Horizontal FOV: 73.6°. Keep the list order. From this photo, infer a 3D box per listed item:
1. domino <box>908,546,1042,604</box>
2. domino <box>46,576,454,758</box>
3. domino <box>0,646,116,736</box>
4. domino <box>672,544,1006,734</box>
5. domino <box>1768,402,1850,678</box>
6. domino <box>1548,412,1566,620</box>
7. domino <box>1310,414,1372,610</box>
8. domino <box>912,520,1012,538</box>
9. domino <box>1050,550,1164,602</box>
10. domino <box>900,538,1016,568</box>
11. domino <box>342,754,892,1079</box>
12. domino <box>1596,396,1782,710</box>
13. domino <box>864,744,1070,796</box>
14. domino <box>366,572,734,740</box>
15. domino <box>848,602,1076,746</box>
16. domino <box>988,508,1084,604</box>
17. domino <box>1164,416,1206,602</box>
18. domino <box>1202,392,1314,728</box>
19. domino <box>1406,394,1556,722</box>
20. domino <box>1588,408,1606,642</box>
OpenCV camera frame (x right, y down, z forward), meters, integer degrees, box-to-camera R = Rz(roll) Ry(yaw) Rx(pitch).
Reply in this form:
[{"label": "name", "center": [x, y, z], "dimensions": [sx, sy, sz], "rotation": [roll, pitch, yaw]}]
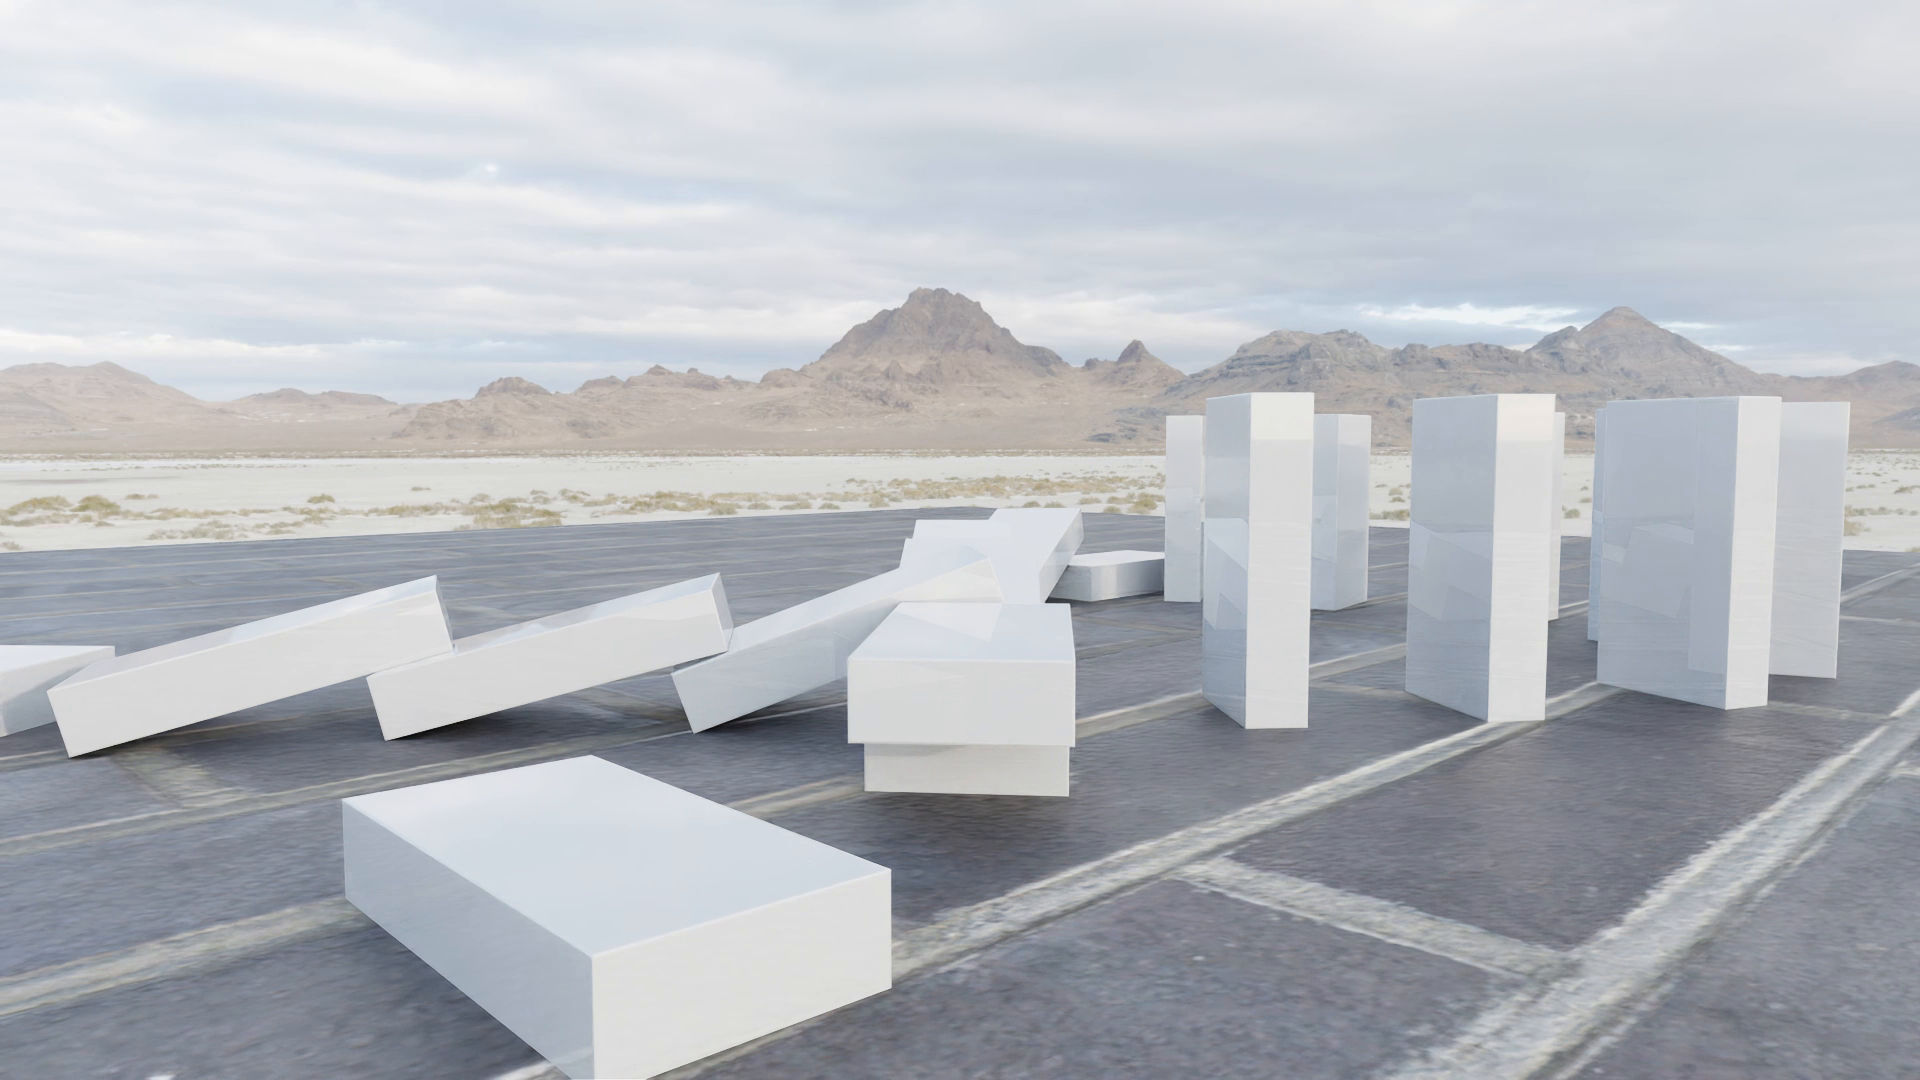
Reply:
[{"label": "domino", "center": [0.002, 0.014, 0.234], "dimensions": [0.025, 0.009, 0.050], "rotation": [0, 19, 2]}, {"label": "domino", "center": [-0.104, 0.018, 0.193], "dimensions": [0.050, 0.009, 0.025], "rotation": [-16, 9, -20]}, {"label": "domino", "center": [-0.152, 0.024, 0.186], "dimensions": [0.025, 0.009, 0.050], "rotation": [0, 4, 2]}, {"label": "domino", "center": [-0.019, 0.015, 0.203], "dimensions": [0.050, 0.010, 0.025], "rotation": [-20, 7, -7]}, {"label": "domino", "center": [0.150, -0.001, 0.241], "dimensions": [0.025, 0.050, 0.009], "rotation": [2, 5, 26]}, {"label": "domino", "center": [0.133, -0.005, 0.307], "dimensions": [0.025, 0.050, 0.010], "rotation": [-3, 5, -37]}, {"label": "domino", "center": [0.099, -0.008, 0.339], "dimensions": [0.009, 0.050, 0.025], "rotation": [3, 5, 35]}, {"label": "domino", "center": [0.000, 0.008, 0.313], "dimensions": [0.025, 0.010, 0.050], "rotation": [0, 20, 2]}, {"label": "domino", "center": [0.044, 0.010, 0.373], "dimensions": [0.025, 0.009, 0.050], "rotation": [4, 6, 44]}, {"label": "domino", "center": [-0.001, 0.012, 0.271], "dimensions": [0.025, 0.009, 0.050], "rotation": [0, 18, 2]}, {"label": "domino", "center": [-0.031, 0.030, 0.110], "dimensions": [0.025, 0.009, 0.050], "rotation": [-4, 6, -42]}, {"label": "domino", "center": [0.122, 0.001, 0.217], "dimensions": [0.009, 0.050, 0.025], "rotation": [-2, 5, -22]}, {"label": "domino", "center": [0.003, 0.024, 0.181], "dimensions": [0.025, 0.009, 0.050], "rotation": [0, 4, 5]}, {"label": "domino", "center": [-0.061, 0.017, 0.199], "dimensions": [0.050, 0.009, 0.025], "rotation": [-14, 6, -7]}, {"label": "domino", "center": [0.002, 0.016, 0.165], "dimensions": [0.025, 0.009, 0.050], "rotation": [0, 4, 4]}, {"label": "domino", "center": [0.016, 0.004, 0.350], "dimensions": [0.025, 0.009, 0.050], "rotation": [0, 21, 19]}, {"label": "domino", "center": [0.063, -0.009, 0.356], "dimensions": [0.010, 0.050, 0.025], "rotation": [1, 4, 15]}, {"label": "domino", "center": [0.046, 0.002, 0.203], "dimensions": [0.010, 0.050, 0.025], "rotation": [0, 4, -4]}, {"label": "domino", "center": [0.083, 0.002, 0.207], "dimensions": [0.009, 0.050, 0.025], "rotation": [-1, 4, -9]}, {"label": "domino", "center": [0.150, -0.003, 0.278], "dimensions": [0.025, 0.050, 0.009], "rotation": [-2, 5, -22]}]
